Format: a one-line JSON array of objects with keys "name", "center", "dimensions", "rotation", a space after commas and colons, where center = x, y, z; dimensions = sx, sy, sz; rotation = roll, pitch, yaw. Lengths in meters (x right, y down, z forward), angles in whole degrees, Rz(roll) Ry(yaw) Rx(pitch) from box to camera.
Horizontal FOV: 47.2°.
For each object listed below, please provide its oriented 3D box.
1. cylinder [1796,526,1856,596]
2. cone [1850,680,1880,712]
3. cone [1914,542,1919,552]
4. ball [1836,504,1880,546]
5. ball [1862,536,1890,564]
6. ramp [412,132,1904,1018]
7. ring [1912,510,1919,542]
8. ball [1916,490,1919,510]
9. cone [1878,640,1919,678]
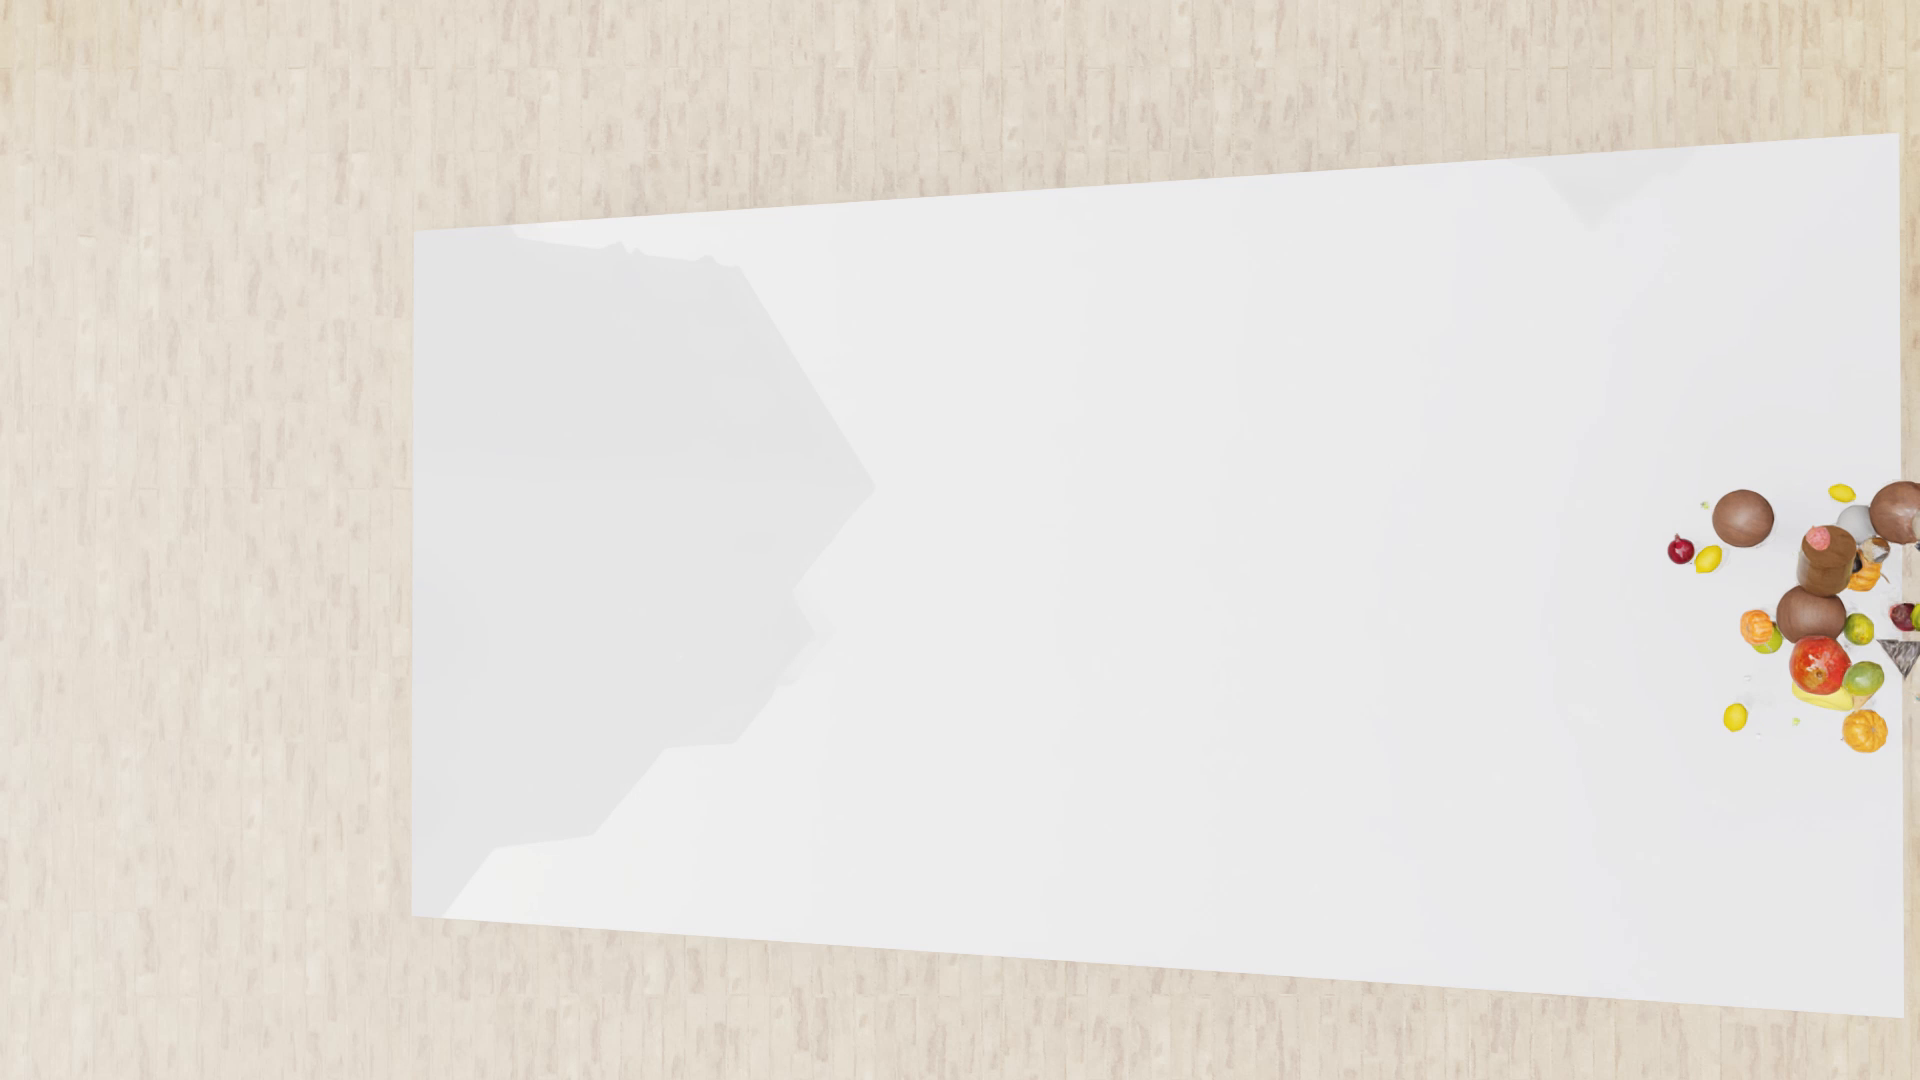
[{"name": "cylinder", "center": [1.666, 0.040, 4.229], "dimensions": [0.099, 0.099, 0.099], "rotation": [-7, 53, 9]}, {"name": "cone", "center": [1.644, 0.290, 4.018], "dimensions": [0.056, 0.056, 0.056], "rotation": [17, 101, 0]}, {"name": "cone", "center": [1.628, 0.040, 3.624], "dimensions": [0.083, 0.083, 0.083], "rotation": [-19, 97, 0]}, {"name": "ball", "center": [1.865, -0.031, 4.565], "dimensions": [0.085, 0.085, 0.085], "rotation": [0, 89, 0]}, {"name": "ball", "center": [1.864, 0.020, 4.476], "dimensions": [0.055, 0.055, 0.055], "rotation": [0, 89, 0]}, {"name": "ramp", "center": [0.282, 0.087, 5.742], "dimensions": [4.000, 0.100, 2.000], "rotation": [0, 89, 21]}, {"name": "ring", "center": [1.598, -0.025, 3.599], "dimensions": [0.075, 0.025, 0.075], "rotation": [-14, 63, 29]}, {"name": "ball", "center": [2.007, -0.082, 4.511], "dimensions": [0.083, 0.083, 0.083], "rotation": [0, 89, 0]}, {"name": "cone", "center": [2.035, 0.239, 4.780], "dimensions": [0.092, 0.092, 0.092], "rotation": [32, 89, 23]}]
